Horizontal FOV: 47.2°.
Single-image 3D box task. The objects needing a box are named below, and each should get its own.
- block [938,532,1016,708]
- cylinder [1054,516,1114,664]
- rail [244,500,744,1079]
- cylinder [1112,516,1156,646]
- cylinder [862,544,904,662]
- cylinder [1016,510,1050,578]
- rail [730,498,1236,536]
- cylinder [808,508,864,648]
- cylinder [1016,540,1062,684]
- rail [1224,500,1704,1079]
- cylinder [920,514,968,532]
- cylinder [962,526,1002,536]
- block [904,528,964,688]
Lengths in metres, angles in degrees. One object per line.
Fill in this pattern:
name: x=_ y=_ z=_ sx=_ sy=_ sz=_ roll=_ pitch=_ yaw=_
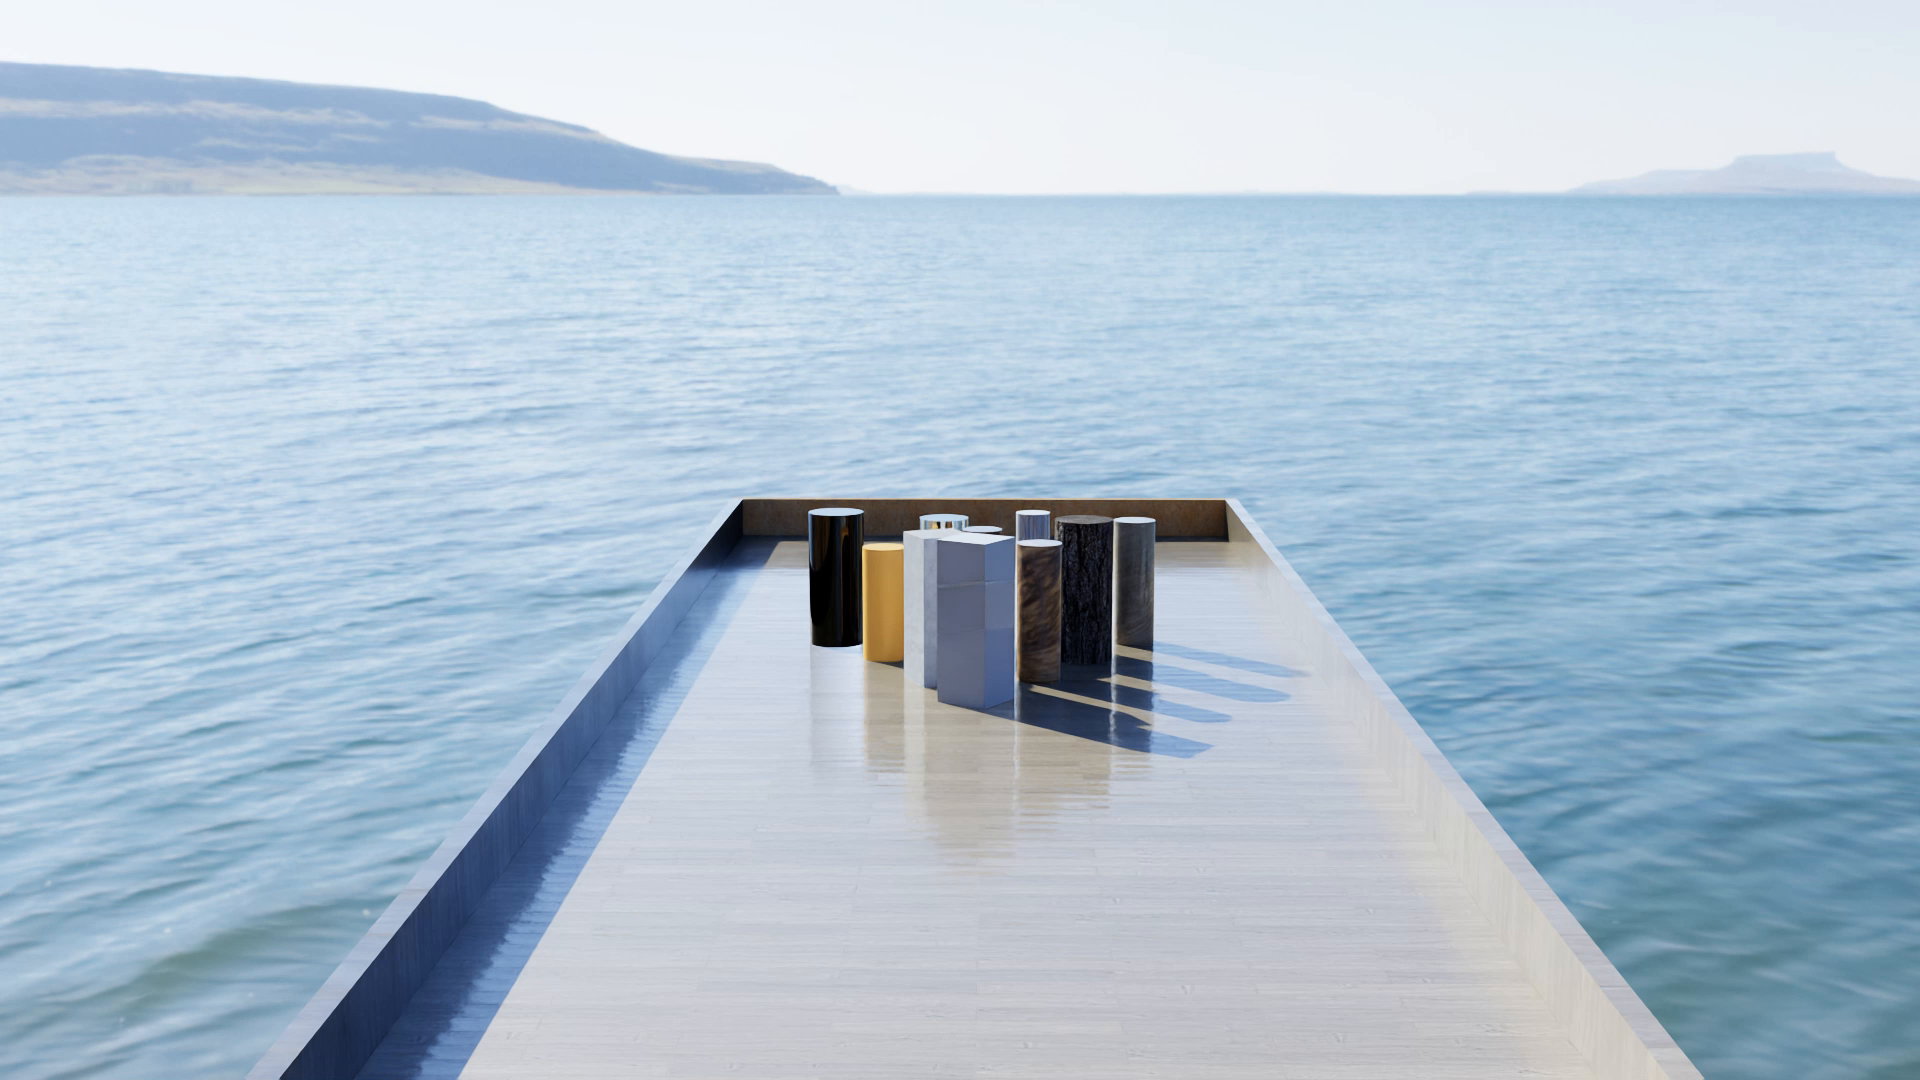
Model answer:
block: x=0.045 y=0.222 z=6.139 sx=0.157 sy=0.459 sz=0.157 roll=6 pitch=11 yaw=32
cylinder: x=0.375 y=0.150 z=6.693 sx=0.177 sy=0.430 sz=0.177 roll=0 pitch=9 yaw=0
rail: x=-1.004 y=0.839 z=3.234 sx=0.050 sy=0.150 sz=12.000 roll=0 pitch=9 yaw=1
cylinder: x=0.548 y=0.130 z=6.939 sx=0.131 sy=0.391 sz=0.131 roll=0 pitch=9 yaw=0
cylinder: x=-0.230 y=0.190 z=6.713 sx=0.134 sy=0.343 sz=0.134 roll=0 pitch=9 yaw=0
cylinder: x=0.229 y=0.118 z=6.937 sx=0.107 sy=0.415 sz=0.107 roll=0 pitch=9 yaw=0
rail: x=0.099 y=-0.098 z=9.147 sx=2.100 sy=0.150 sz=0.050 roll=0 pitch=9 yaw=1
cylinder: x=-0.389 y=0.117 z=6.937 sx=0.173 sy=0.417 sz=0.173 roll=0 pitch=9 yaw=0
cylinder: x=0.231 y=0.208 z=6.408 sx=0.130 sy=0.404 sz=0.130 roll=0 pitch=9 yaw=0
rail: x=1.046 y=0.843 z=3.208 sx=0.050 sy=0.150 sz=12.000 roll=0 pitch=9 yaw=1
cylinder: x=-0.050 y=0.126 z=6.944 sx=0.154 sy=0.398 sz=0.154 roll=0 pitch=9 yaw=0
cylinder: x=0.067 y=0.167 z=6.667 sx=0.119 sy=0.404 sz=0.119 roll=0 pitch=9 yaw=0
block: x=-0.063 y=0.195 z=6.393 sx=0.155 sy=0.434 sz=0.155 roll=-4 pitch=10 yaw=-23
